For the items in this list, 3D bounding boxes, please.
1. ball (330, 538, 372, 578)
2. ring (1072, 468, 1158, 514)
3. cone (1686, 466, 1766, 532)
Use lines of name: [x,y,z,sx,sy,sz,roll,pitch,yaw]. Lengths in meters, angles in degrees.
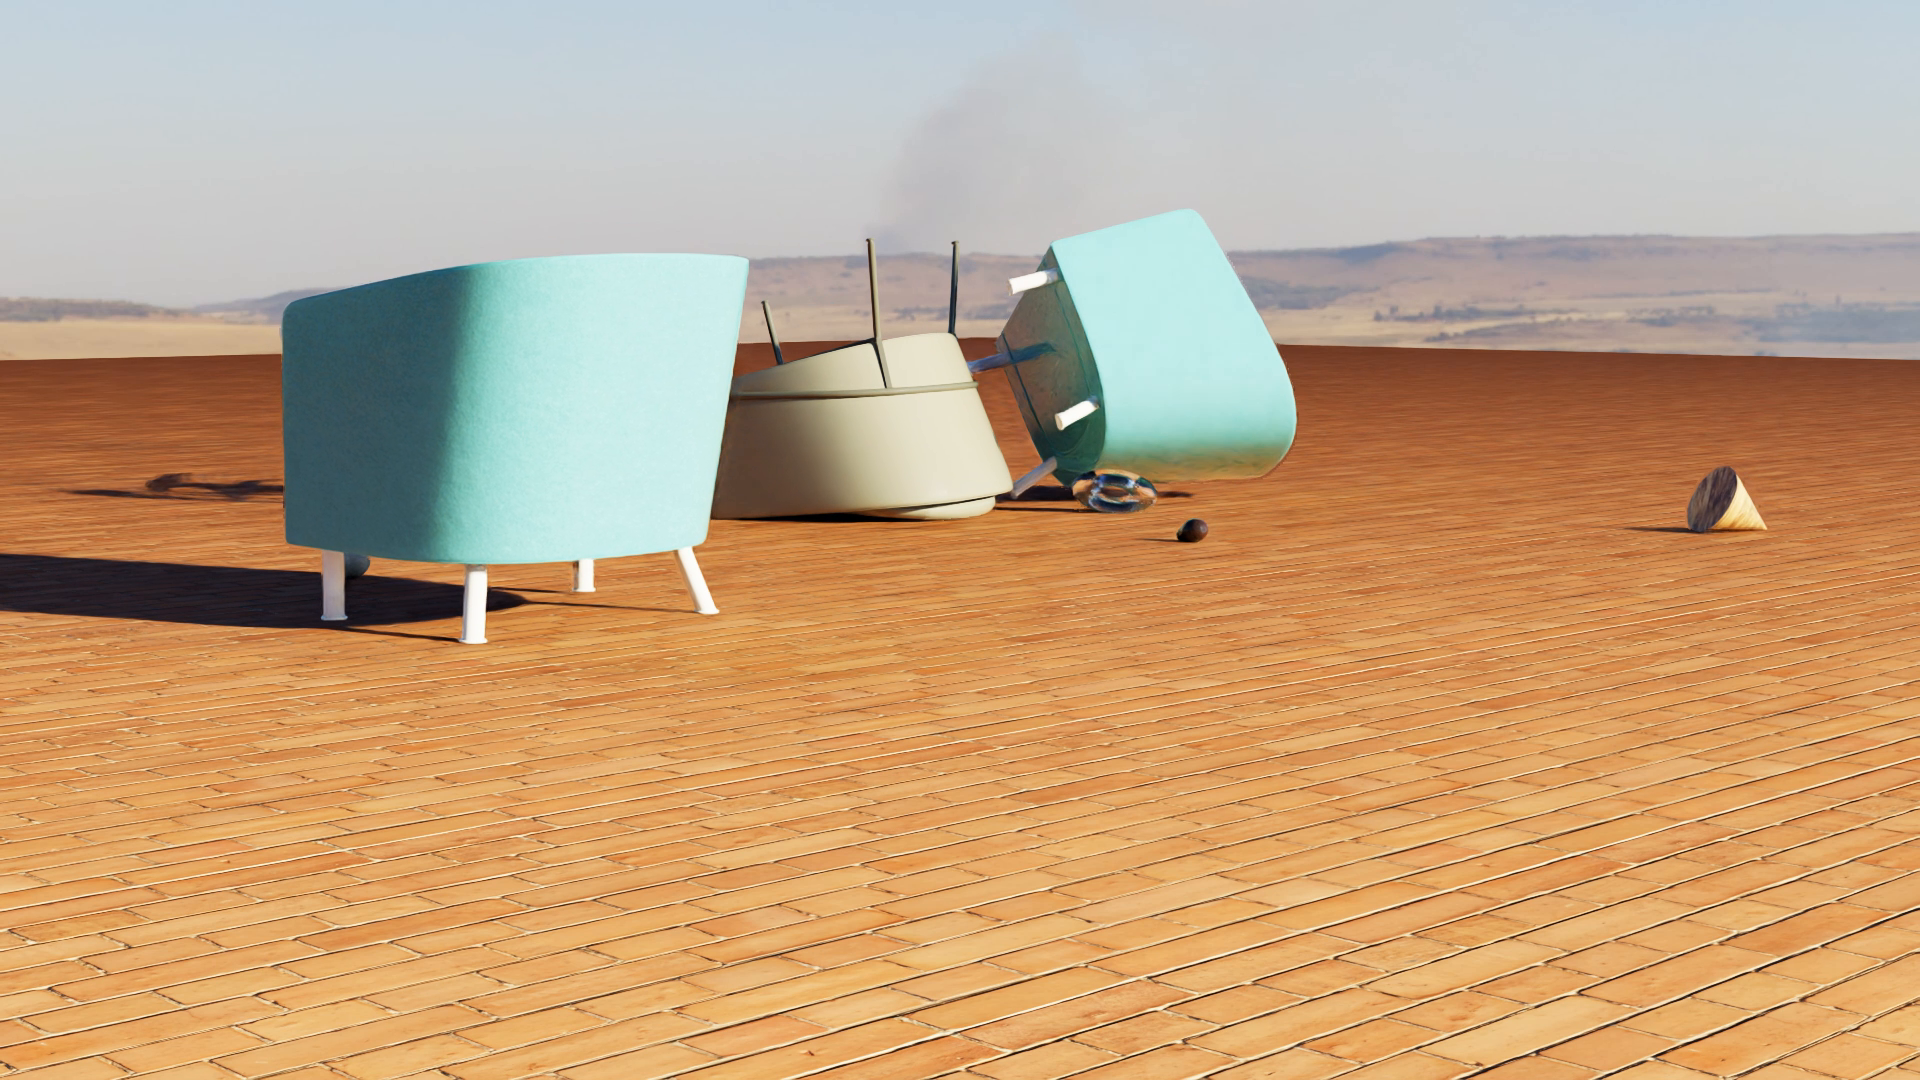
ball: [-1.330,0.040,5.600,0.087,0.087,0.087,0,6,0]
ring: [0.430,-0.135,7.143,0.240,0.123,0.085,7,21,5]
cone: [2.020,-0.066,6.646,0.184,0.186,0.192,26,-17,-16]
